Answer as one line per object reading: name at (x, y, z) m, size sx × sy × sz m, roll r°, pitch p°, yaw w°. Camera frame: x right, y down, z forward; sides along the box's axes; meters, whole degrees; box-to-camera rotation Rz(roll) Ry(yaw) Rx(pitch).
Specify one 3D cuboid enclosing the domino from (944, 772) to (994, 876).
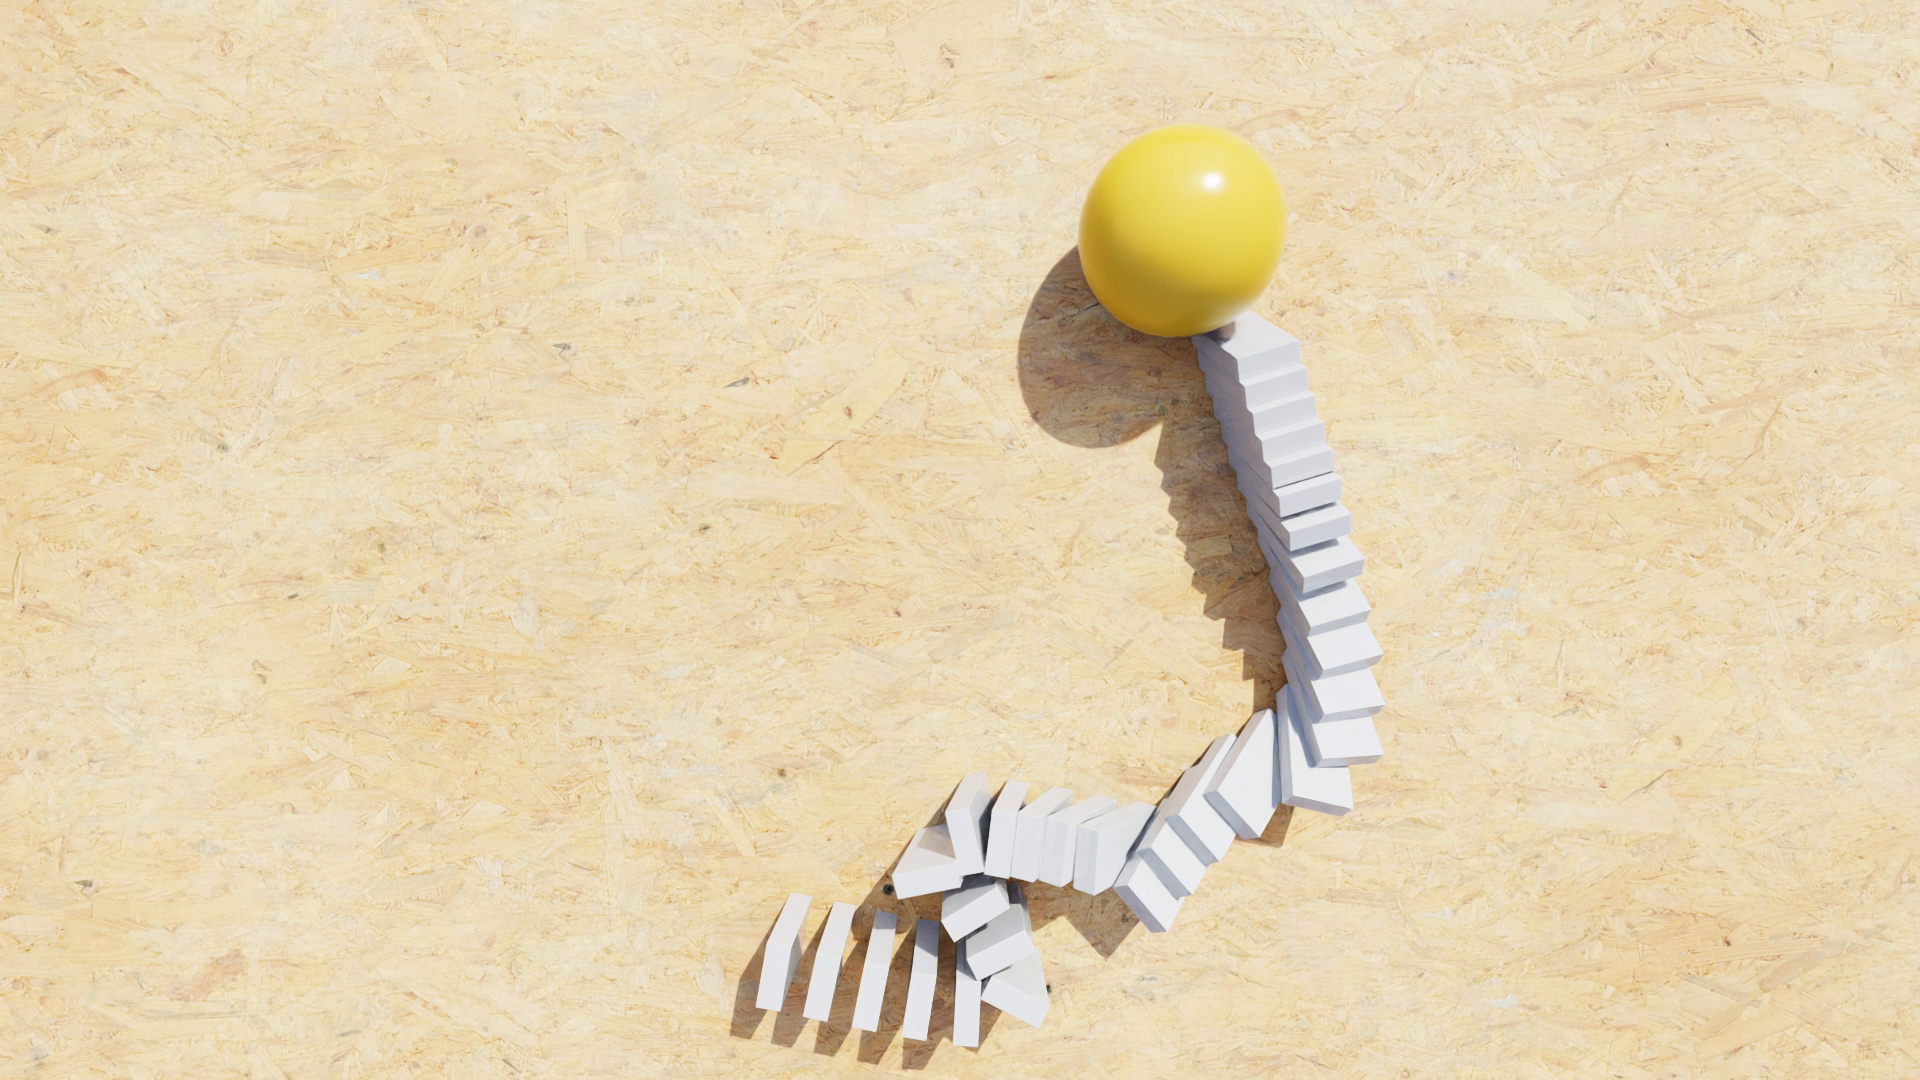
domino at (0.006, 0.115, 0.374) m, size 0.009 × 0.050 × 0.025 m, roll -14°, pitch 89°, yaw 9°

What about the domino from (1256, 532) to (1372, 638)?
domino at (0.146, 0.014, 0.382) m, size 0.025 × 0.009 × 0.050 m, roll -16°, pitch 56°, yaw 0°

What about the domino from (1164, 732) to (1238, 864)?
domino at (0.107, 0.107, 0.381) m, size 0.025 × 0.010 × 0.050 m, roll 49°, pitch 53°, yaw 0°

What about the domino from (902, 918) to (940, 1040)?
domino at (-0.016, 0.178, 0.375) m, size 0.009 × 0.050 × 0.025 m, roll 9°, pitch 90°, yaw 0°

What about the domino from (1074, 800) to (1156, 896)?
domino at (0.065, 0.126, 0.377) m, size 0.009 × 0.050 × 0.025 m, roll 5°, pitch 91°, yaw 38°

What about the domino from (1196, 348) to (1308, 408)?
domino at (0.119, -0.070, 0.376) m, size 0.025 × 0.050 × 0.009 m, roll -17°, pitch 120°, yaw 0°

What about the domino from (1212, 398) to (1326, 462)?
domino at (0.125, -0.050, 0.376) m, size 0.025 × 0.050 × 0.010 m, roll -17°, pitch 120°, yaw 0°

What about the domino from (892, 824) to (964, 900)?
domino at (-0.009, 0.129, 0.373) m, size 0.025 × 0.050 × 0.010 m, roll -15°, pitch 90°, yaw 9°

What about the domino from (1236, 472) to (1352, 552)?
domino at (0.136, -0.016, 0.377) m, size 0.025 × 0.050 × 0.010 m, roll -17°, pitch 125°, yaw 0°

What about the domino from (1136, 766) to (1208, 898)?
domino at (0.095, 0.120, 0.380) m, size 0.025 × 0.010 × 0.050 m, roll 49°, pitch 49°, yaw 0°

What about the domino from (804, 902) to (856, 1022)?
domino at (-0.053, 0.171, 0.375) m, size 0.010 × 0.050 × 0.025 m, roll 12°, pitch 90°, yaw 0°

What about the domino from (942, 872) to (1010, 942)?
domino at (0.006, 0.143, 0.375) m, size 0.025 × 0.050 × 0.010 m, roll -31°, pitch 90°, yaw 0°

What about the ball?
ball at (0.087, -0.120, 0.360) m, size 0.080 × 0.080 × 0.080 m, roll 0°, pitch 90°, yaw 0°

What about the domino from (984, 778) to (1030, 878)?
domino at (0.020, 0.117, 0.375) m, size 0.010 × 0.050 × 0.025 m, roll 7°, pitch 90°, yaw 10°

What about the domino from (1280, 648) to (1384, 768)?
domino at (0.154, 0.068, 0.381) m, size 0.025 × 0.009 × 0.050 m, roll -3°, pitch 55°, yaw -3°

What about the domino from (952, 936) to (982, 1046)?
domino at (0.003, 0.181, 0.375) m, size 0.010 × 0.050 × 0.025 m, roll 3°, pitch 90°, yaw 0°

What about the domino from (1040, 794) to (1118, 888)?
domino at (0.049, 0.122, 0.376) m, size 0.010 × 0.050 × 0.025 m, roll 7°, pitch 90°, yaw 32°

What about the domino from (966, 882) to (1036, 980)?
domino at (0.016, 0.159, 0.375) m, size 0.025 × 0.050 × 0.010 m, roll -26°, pitch 90°, yaw 0°

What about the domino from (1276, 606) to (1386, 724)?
domino at (0.153, 0.050, 0.382) m, size 0.025 × 0.009 × 0.050 m, roll -9°, pitch 55°, yaw -2°

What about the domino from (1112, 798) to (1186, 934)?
domino at (0.085, 0.133, 0.379) m, size 0.025 × 0.010 × 0.050 m, roll 50°, pitch 49°, yaw -4°

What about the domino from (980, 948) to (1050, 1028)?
domino at (0.021, 0.177, 0.375) m, size 0.025 × 0.050 × 0.010 m, roll 27°, pitch 90°, yaw 0°

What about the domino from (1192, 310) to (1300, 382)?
domino at (0.116, -0.081, 0.376) m, size 0.025 × 0.050 × 0.010 m, roll -17°, pitch 120°, yaw 0°

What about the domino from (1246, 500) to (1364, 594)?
domino at (0.141, -0.002, 0.378) m, size 0.025 × 0.050 × 0.009 m, roll -17°, pitch 134°, yaw -1°

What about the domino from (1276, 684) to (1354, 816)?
domino at (0.146, 0.087, 0.381) m, size 0.025 × 0.010 × 0.050 m, roll 13°, pitch 53°, yaw -3°

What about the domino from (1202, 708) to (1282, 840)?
domino at (0.124, 0.097, 0.382) m, size 0.025 × 0.010 × 0.050 m, roll 48°, pitch 55°, yaw 0°

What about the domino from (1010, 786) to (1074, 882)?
domino at (0.034, 0.119, 0.375) m, size 0.009 × 0.050 × 0.025 m, roll 7°, pitch 90°, yaw 22°

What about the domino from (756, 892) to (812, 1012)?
domino at (-0.071, 0.167, 0.375) m, size 0.009 × 0.050 × 0.025 m, roll 10°, pitch 90°, yaw 0°

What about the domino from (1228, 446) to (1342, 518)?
domino at (0.132, -0.028, 0.376) m, size 0.025 × 0.050 × 0.010 m, roll -17°, pitch 121°, yaw 0°

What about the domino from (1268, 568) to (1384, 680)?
domino at (0.151, 0.031, 0.382) m, size 0.025 × 0.010 × 0.050 m, roll -15°, pitch 56°, yaw -1°

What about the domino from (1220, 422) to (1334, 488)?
domino at (0.129, -0.039, 0.376) m, size 0.025 × 0.050 × 0.010 m, roll -17°, pitch 120°, yaw 0°

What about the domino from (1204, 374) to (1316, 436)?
domino at (0.122, -0.060, 0.376) m, size 0.025 × 0.050 × 0.010 m, roll -17°, pitch 120°, yaw 0°

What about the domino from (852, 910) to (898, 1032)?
domino at (-0.034, 0.175, 0.375) m, size 0.010 × 0.050 × 0.025 m, roll 11°, pitch 90°, yaw 0°
